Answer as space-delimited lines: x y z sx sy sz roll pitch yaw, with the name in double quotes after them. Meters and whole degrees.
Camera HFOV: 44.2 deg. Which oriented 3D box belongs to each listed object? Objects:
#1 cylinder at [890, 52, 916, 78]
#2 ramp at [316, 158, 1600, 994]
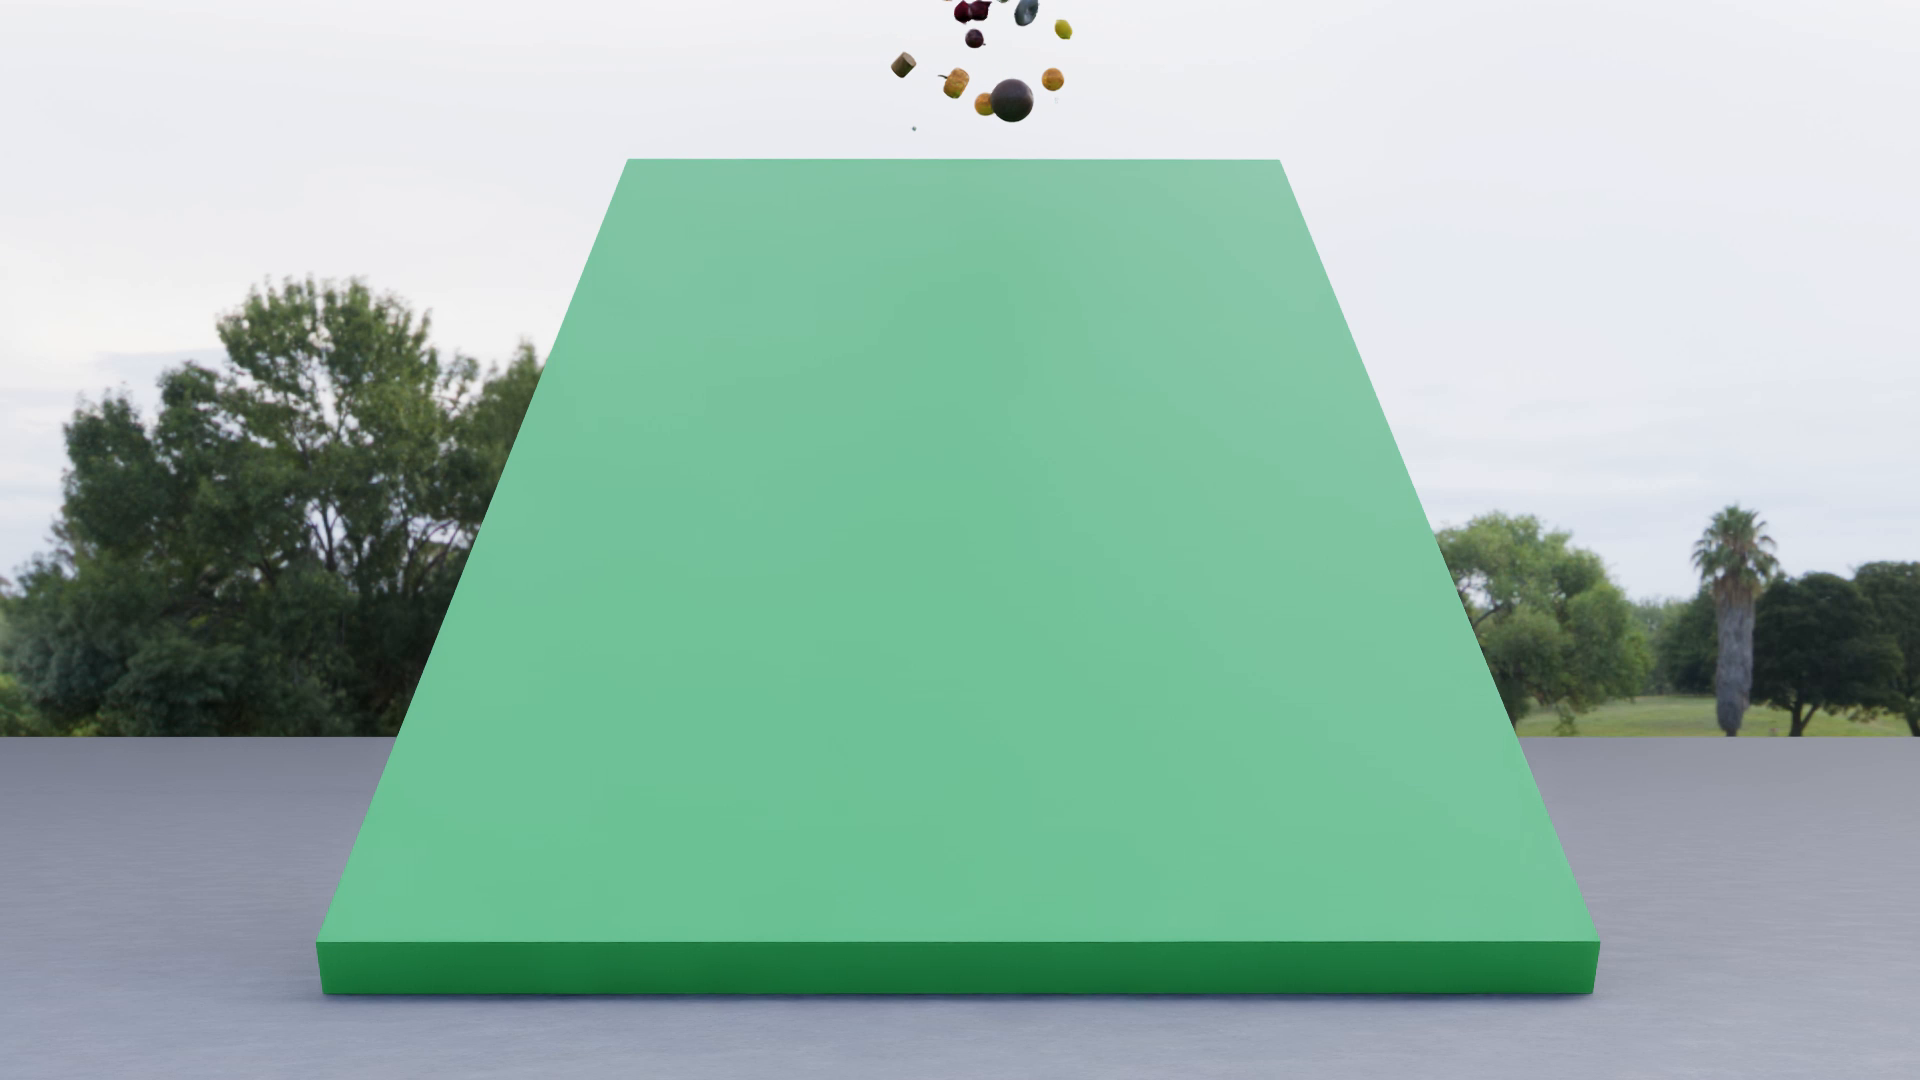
-0.166 -1.393 6.939 0.054 0.054 0.054 -40 -27 30 "cylinder"
-0.010 -0.227 5.491 2.000 0.100 4.000 0 27 0 "ramp"
